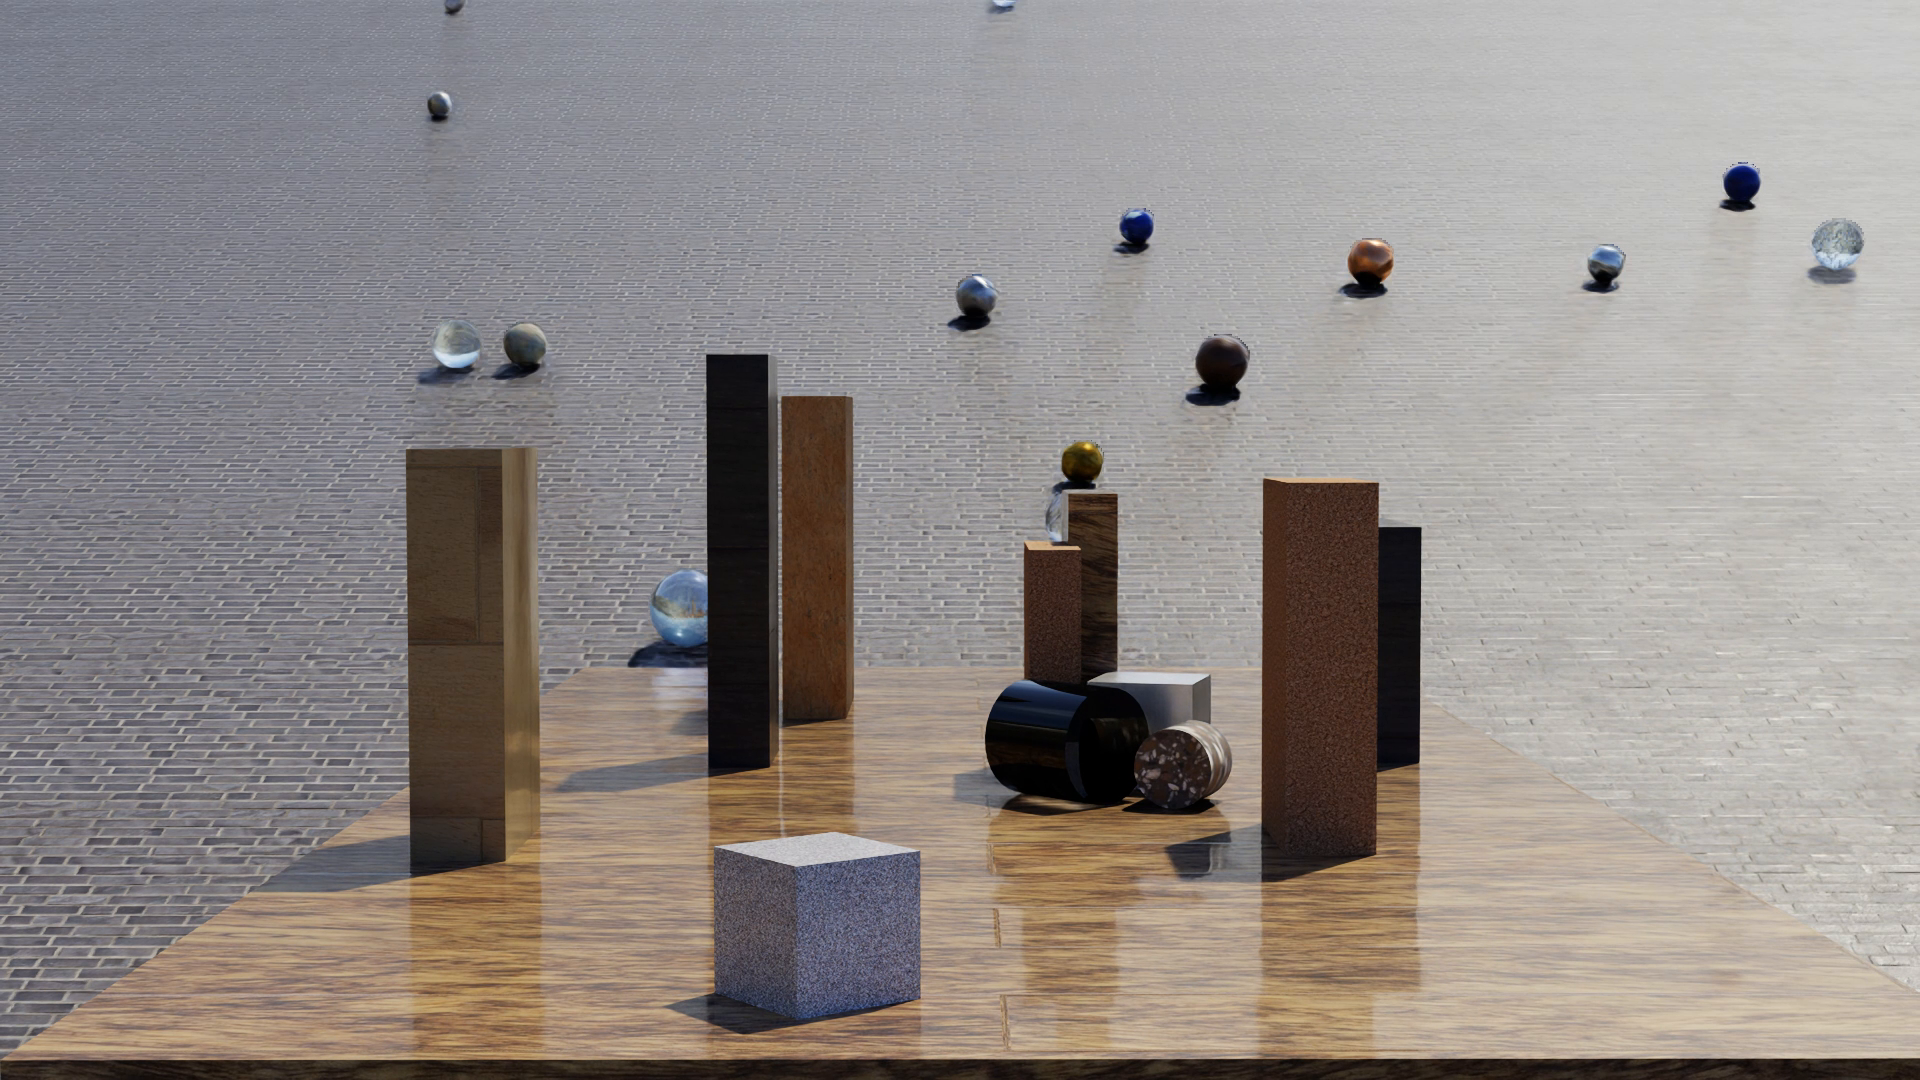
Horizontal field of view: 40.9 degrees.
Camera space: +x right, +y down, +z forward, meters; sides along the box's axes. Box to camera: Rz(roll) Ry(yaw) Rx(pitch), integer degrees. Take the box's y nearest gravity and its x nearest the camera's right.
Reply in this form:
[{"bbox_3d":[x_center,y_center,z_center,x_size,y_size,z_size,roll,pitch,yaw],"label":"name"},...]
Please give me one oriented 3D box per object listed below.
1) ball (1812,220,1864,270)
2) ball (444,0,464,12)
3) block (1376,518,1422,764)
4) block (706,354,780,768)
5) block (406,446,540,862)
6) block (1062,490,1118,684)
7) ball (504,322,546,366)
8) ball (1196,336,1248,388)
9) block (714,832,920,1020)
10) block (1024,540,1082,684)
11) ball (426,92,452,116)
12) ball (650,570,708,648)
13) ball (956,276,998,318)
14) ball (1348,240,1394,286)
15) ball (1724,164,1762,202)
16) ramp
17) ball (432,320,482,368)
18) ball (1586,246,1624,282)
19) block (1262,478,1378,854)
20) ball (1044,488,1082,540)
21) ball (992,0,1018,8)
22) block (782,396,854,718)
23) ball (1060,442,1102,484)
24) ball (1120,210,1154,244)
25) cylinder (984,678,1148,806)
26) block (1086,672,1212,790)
[{"bbox_3d":[3.462,-1.164,10.148,0.193,0.193,0.193,0,22,0],"label":"ball"},{"bbox_3d":[-2.971,-3.155,15.105,0.113,0.113,0.113,0,22,0],"label":"ball"},{"bbox_3d":[0.784,0.182,4.913,0.115,0.433,0.427,0,3,0],"label":"block"},{"bbox_3d":[-0.400,0.033,4.757,0.111,0.746,0.246,0,3,0],"label":"block"},{"bbox_3d":[-0.717,0.158,3.809,0.136,0.587,0.308,0,3,0],"label":"block"},{"bbox_3d":[0.235,0.160,4.693,0.087,0.498,0.274,0,3,0],"label":"block"},{"bbox_3d":[-1.528,-0.689,9.047,0.149,0.149,0.149,0,22,0],"label":"ball"},{"bbox_3d":[0.898,-0.610,8.813,0.181,0.181,0.181,0,22,0],"label":"ball"},{"bbox_3d":[-0.156,0.417,2.810,0.162,0.162,0.162,-2,3,-38],"label":"block"},{"bbox_3d":[0.162,0.212,4.557,0.089,0.407,0.324,0,3,0],"label":"block"},{"bbox_3d":[-2.553,-2.137,12.615,0.121,0.121,0.121,0,22,0],"label":"ball"},{"bbox_3d":[-0.724,0.182,6.850,0.206,0.206,0.206,0,22,0],"label":"ball"},{"bbox_3d":[0.062,-0.903,9.563,0.153,0.153,0.153,0,22,0],"label":"ball"},{"bbox_3d":[1.589,-1.075,9.953,0.177,0.177,0.177,0,22,0],"label":"ball"},{"bbox_3d":[3.380,-1.544,11.120,0.157,0.157,0.157,0,22,0],"label":"ball"},{"bbox_3d":[0.052,0.467,4.534,2.000,0.100,4.000,0,3,0],"label":"ramp"},{"bbox_3d":[-1.763,-0.686,9.012,0.171,0.171,0.171,0,22,0],"label":"ball"},{"bbox_3d":[2.508,-1.073,9.994,0.140,0.140,0.140,0,22,0],"label":"ball"},{"bbox_3d":[0.536,0.180,3.851,0.132,0.538,0.289,0,3,0],"label":"block"},{"bbox_3d":[0.339,-0.055,7.453,0.187,0.187,0.187,0,22,0],"label":"ball"},{"bbox_3d":[0.265,-3.259,15.253,0.194,0.194,0.194,0,22,0],"label":"ball"},{"bbox_3d":[-0.307,0.028,5.597,0.134,0.678,0.400,0,3,0],"label":"block"},{"bbox_3d":[0.378,-0.240,7.977,0.131,0.131,0.131,0,22,0],"label":"ball"},{"bbox_3d":[0.722,-1.279,10.496,0.140,0.140,0.140,0,22,0],"label":"ball"},{"bbox_3d":[0.177,0.333,4.264,0.193,0.193,0.193,-19,15,-39],"label":"cylinder"},{"bbox_3d":[0.328,0.329,4.452,0.182,0.182,0.182,1,3,15],"label":"block"}]
